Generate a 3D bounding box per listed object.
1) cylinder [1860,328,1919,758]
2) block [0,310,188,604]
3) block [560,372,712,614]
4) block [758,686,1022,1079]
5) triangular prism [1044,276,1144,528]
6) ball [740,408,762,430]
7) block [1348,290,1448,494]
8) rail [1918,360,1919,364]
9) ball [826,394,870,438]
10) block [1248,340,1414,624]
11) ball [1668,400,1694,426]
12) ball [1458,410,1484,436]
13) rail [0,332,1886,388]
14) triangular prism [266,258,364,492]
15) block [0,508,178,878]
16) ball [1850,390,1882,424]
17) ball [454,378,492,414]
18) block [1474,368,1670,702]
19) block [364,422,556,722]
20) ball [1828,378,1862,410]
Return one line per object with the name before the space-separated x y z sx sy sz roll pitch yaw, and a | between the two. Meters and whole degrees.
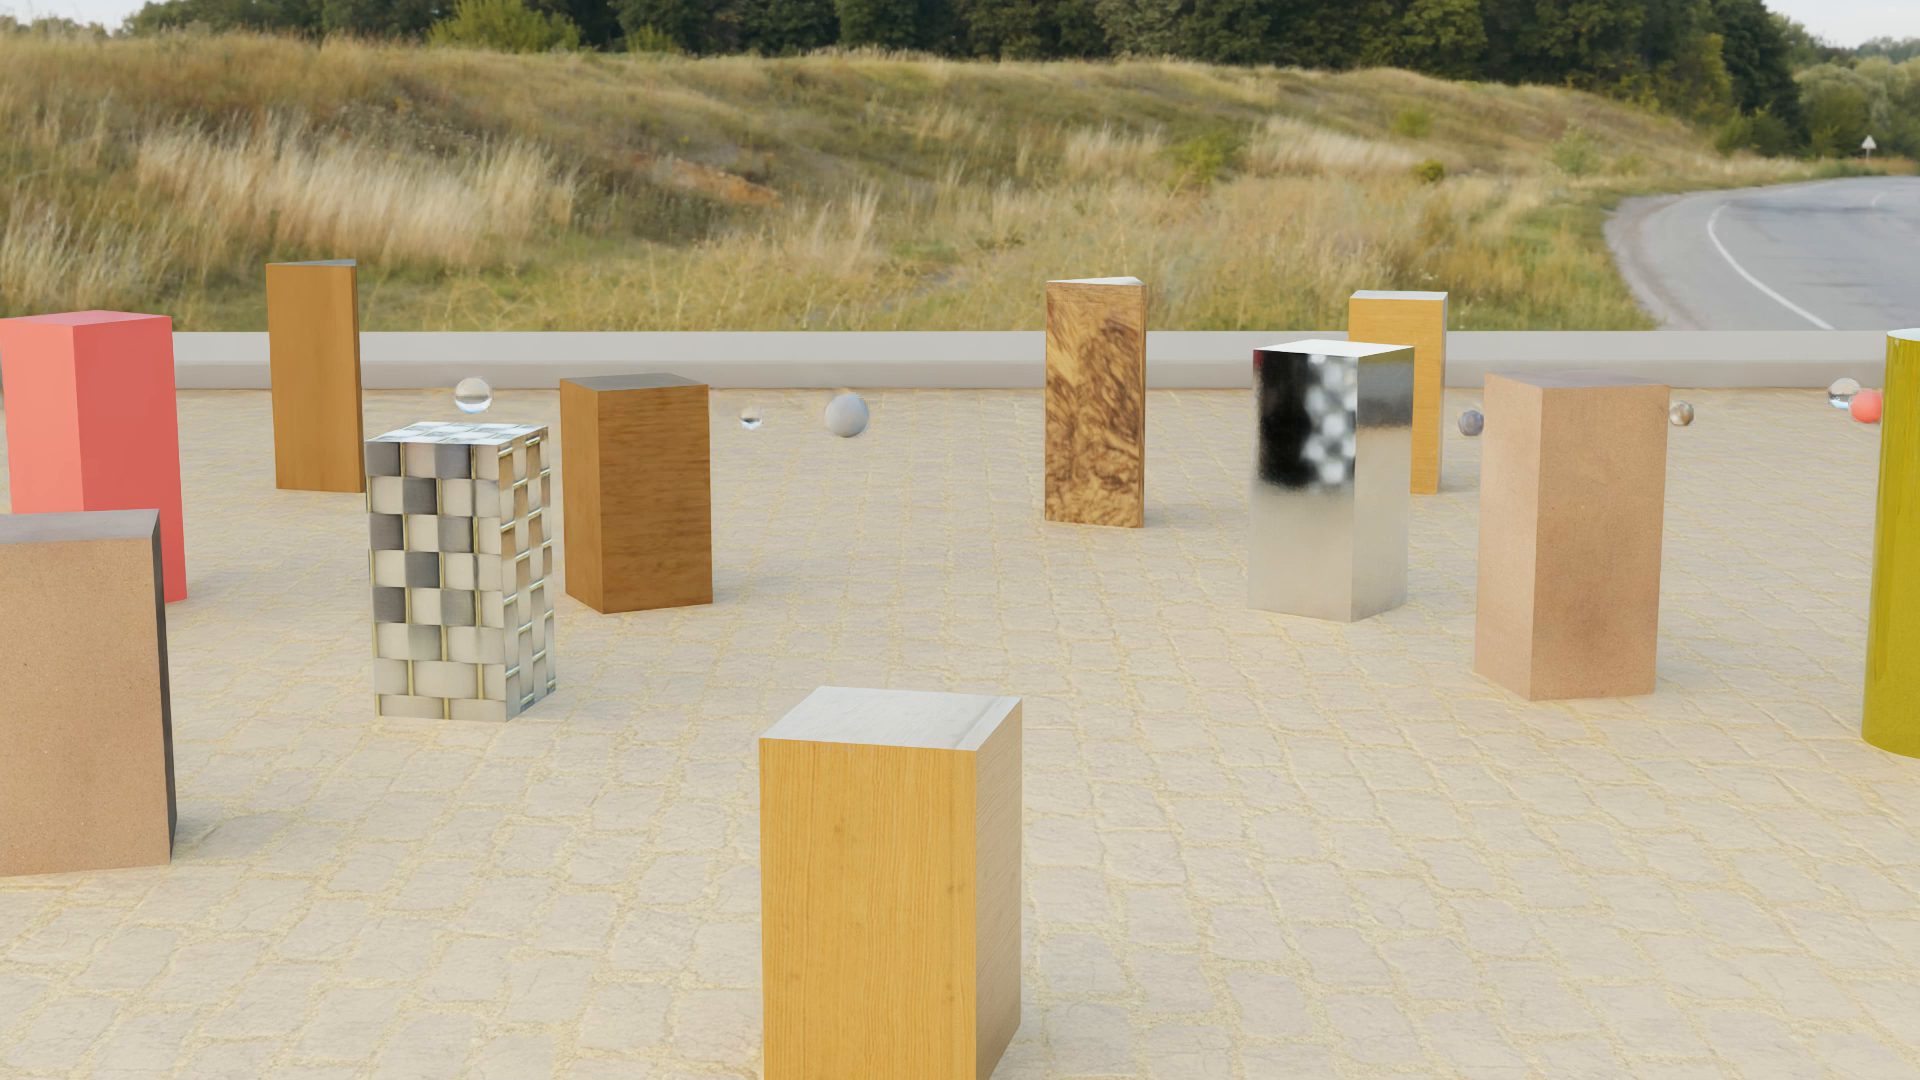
cylinder | 1.086 0.002 2.757 0.197 0.442 0.197 0 10 0
block | -1.177 -0.107 3.489 0.157 0.391 0.157 7 13 34
block | -0.445 -0.068 3.520 0.157 0.301 0.157 -5 12 -27
block | -0.048 0.256 1.893 0.157 0.258 0.157 2 11 13
triangular prism | 0.246 -0.228 4.151 0.170 0.386 0.148 5 12 26
ball | -0.422 -0.246 5.188 0.045 0.045 0.045 0 10 0
block | 0.759 -0.259 4.463 0.157 0.334 0.157 3 11 13
rail | 2.205 0.031 3.461 0.045 0.128 4.865 0 10 0
ball | -0.223 -0.245 5.068 0.086 0.086 0.086 0 10 0
block | 0.501 -0.083 3.462 0.157 0.353 0.157 8 13 37
ball | 1.467 -0.257 5.223 0.053 0.053 0.053 0 10 0
ball | 1.013 -0.231 5.085 0.052 0.052 0.052 0 10 0
rail | -0.014 -0.406 5.817 4.458 0.128 0.045 0 10 0
triangular prism | -1.088 -0.290 4.478 0.170 0.390 0.148 3 11 16
block | -0.824 0.138 2.394 0.157 0.307 0.157 -3 11 -14
ball | 1.866 -0.274 5.272 0.069 0.069 0.069 0 10 0
ball | -1.029 -0.305 5.420 0.077 0.077 0.077 0 10 0
block | 0.720 -0.010 3.032 0.157 0.365 0.157 -2 11 -12
block | -0.570 0.033 2.939 0.157 0.315 0.157 2 11 11
ball | 1.893 -0.313 5.485 0.068 0.068 0.068 0 10 0
